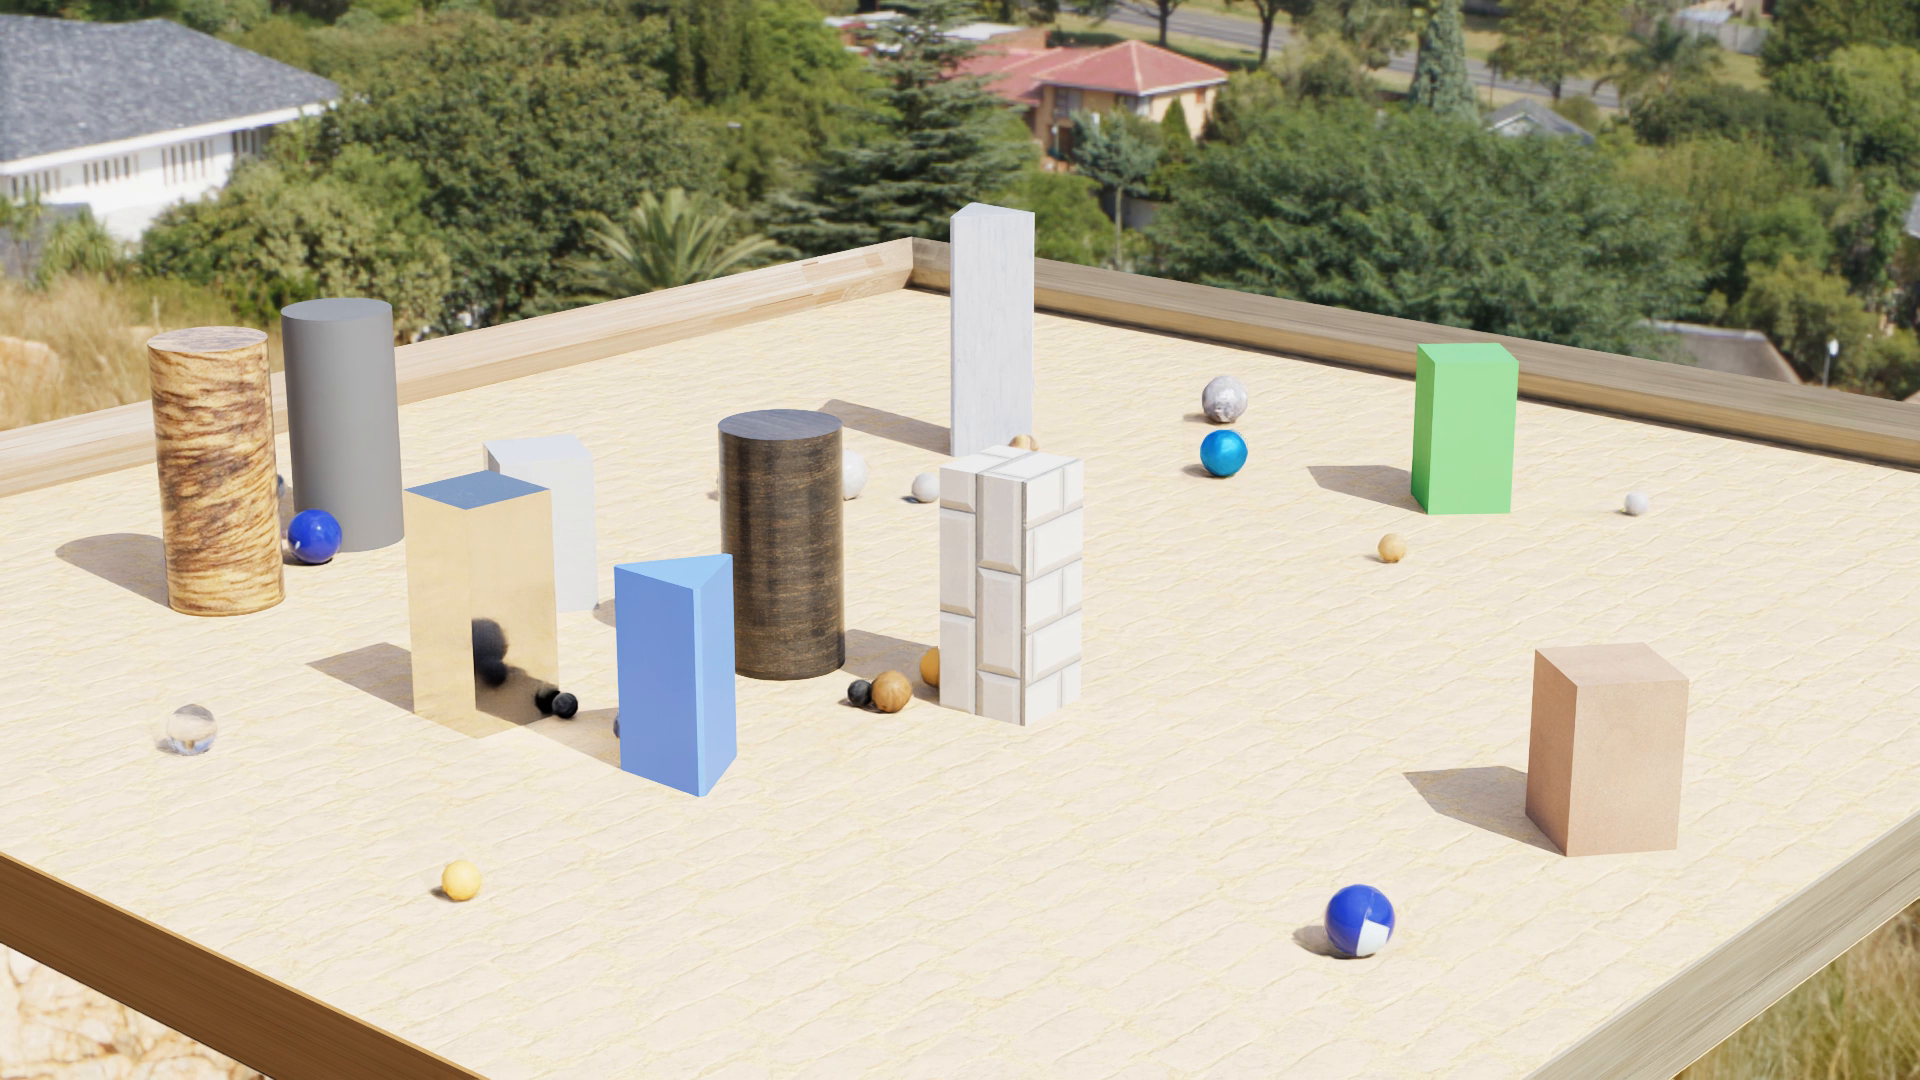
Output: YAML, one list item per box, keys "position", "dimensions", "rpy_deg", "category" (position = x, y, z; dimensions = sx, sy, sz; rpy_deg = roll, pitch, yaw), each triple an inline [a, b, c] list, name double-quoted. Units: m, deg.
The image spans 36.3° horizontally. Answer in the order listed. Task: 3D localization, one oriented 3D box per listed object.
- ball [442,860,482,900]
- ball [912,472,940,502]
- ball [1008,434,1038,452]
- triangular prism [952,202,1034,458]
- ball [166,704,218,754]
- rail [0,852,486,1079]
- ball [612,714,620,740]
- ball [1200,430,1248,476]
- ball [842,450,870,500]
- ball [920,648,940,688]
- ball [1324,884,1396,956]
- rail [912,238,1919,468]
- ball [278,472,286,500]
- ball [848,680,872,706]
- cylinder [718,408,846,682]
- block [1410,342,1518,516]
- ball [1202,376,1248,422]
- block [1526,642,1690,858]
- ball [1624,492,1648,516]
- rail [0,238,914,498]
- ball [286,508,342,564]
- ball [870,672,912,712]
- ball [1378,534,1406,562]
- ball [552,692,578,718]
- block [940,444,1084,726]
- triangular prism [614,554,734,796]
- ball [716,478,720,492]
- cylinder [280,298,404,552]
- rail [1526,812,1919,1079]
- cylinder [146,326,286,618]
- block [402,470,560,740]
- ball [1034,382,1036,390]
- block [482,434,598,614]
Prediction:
- position: [-0.659, 0.449, 3.873]
  dimensions: [0.053, 0.053, 0.053]
  rpy_deg: [0, 17, 0]
  category: "ball"
- position: [-0.064, -0.101, 5.691]
  dimensions: [0.059, 0.059, 0.059]
  rpy_deg: [0, 17, 0]
  category: "ball"
- position: [0.128, -0.185, 5.964]
  dimensions: [0.062, 0.062, 0.062]
  rpy_deg: [0, 17, 0]
  category: "ball"
- position: [0.046, -0.436, 6.041]
  dimensions: [0.173, 0.497, 0.150]
  rpy_deg: [-5, 17, -15]
  category: "triangular prism"
- position: [-1.150, 0.283, 4.388]
  dimensions: [0.074, 0.074, 0.074]
  rpy_deg: [0, 17, 0]
  category: "ball"
- position: [-1.232, 0.442, 3.761]
  dimensions: [3.638, 0.130, 0.045]
  rpy_deg: [14, 22, 39]
  category: "rail"
- position: [-0.501, 0.282, 4.436]
  dimensions: [0.048, 0.048, 0.048]
  rpy_deg: [0, 17, 0]
  category: "ball"
- position: [0.527, -0.174, 5.870]
  dimensions: [0.095, 0.095, 0.095]
  rpy_deg: [0, 17, 0]
  category: "ball"
- position: [-0.226, -0.128, 5.710]
  dimensions: [0.098, 0.098, 0.098]
  rpy_deg: [0, 17, 0]
  category: "ball"
- position: [-0.031, 0.204, 4.667]
  dimensions: [0.065, 0.065, 0.065]
  rpy_deg: [0, 17, 0]
  category: "ball"
- position: [0.505, 0.480, 3.706]
  dimensions: [0.090, 0.090, 0.090]
  rpy_deg: [0, 17, 0]
  category: "ball"
- position: [1.232, -0.377, 6.479]
  dimensions: [3.638, 0.130, 0.045]
  rpy_deg: [14, 22, 39]
  category: "rail"
- position: [-1.339, -0.102, 5.673]
  dimensions: [0.070, 0.070, 0.070]
  rpy_deg: [0, 17, 0]
  category: "ball"
- position: [-0.155, 0.240, 4.587]
  dimensions: [0.042, 0.042, 0.042]
  rpy_deg: [0, 17, 0]
  category: "ball"
- position: [-0.288, 0.006, 4.742]
  dimensions: [0.200, 0.400, 0.200]
  rpy_deg: [0, 17, 0]
  category: "cylinder"
- position: [0.971, -0.215, 5.652]
  dimensions: [0.160, 0.299, 0.160]
  rpy_deg: [-1, 17, -3]
  category: "block"
- position: [0.567, -0.301, 6.283]
  dimensions: [0.100, 0.100, 0.100]
  rpy_deg: [0, 17, 0]
  category: "ball"
- position: [0.895, 0.289, 4.066]
  dimensions: [0.160, 0.248, 0.160]
  rpy_deg: [-3, 17, -10]
  category: "block"
- position: [1.293, -0.070, 5.609]
  dimensions: [0.047, 0.047, 0.047]
  rpy_deg: [0, 17, 0]
  category: "ball"
- position: [-1.356, -0.307, 6.247]
  dimensions: [0.045, 0.130, 3.806]
  rpy_deg: [14, 22, 39]
  category: "rail"
- position: [-1.169, -0.007, 5.306]
  dimensions: [0.100, 0.100, 0.100]
  rpy_deg: [0, 17, 0]
  category: "ball"
- position: [-0.108, 0.236, 4.563]
  dimensions: [0.063, 0.063, 0.063]
  rpy_deg: [0, 17, 0]
  category: "ball"
- position: [0.784, 0.014, 5.320]
  dimensions: [0.052, 0.052, 0.052]
  rpy_deg: [0, 17, 0]
  category: "ball"
- position: [-0.611, 0.256, 4.536]
  dimensions: [0.040, 0.040, 0.040]
  rpy_deg: [0, 17, 0]
  category: "ball"
- position: [0.079, 0.069, 4.553]
  dimensions: [0.160, 0.389, 0.160]
  rpy_deg: [11, 20, 33]
  category: "block"
- position: [-0.386, 0.187, 4.288]
  dimensions: [0.173, 0.314, 0.150]
  rpy_deg: [14, 22, 39]
  category: "triangular prism"
- position: [-0.439, -0.113, 5.708]
  dimensions: [0.071, 0.071, 0.071]
  rpy_deg: [0, 17, 0]
  category: "ball"
- position: [-1.137, -0.213, 5.410]
  dimensions: [0.200, 0.435, 0.200]
  rpy_deg: [0, 17, 0]
  category: "cylinder"
- position: [1.356, 0.372, 3.993]
  dimensions: [0.045, 0.130, 3.806]
  rpy_deg: [14, 22, 39]
  category: "rail"
- position: [-1.277, -0.119, 5.045]
  dimensions: [0.200, 0.464, 0.200]
  rpy_deg: [0, 17, 0]
  category: "cylinder"
- position: [-0.734, 0.097, 4.506]
  dimensions: [0.160, 0.363, 0.160]
  rpy_deg: [16, 23, 42]
  category: "block"
- position: [0.130, -0.340, 6.457]
  dimensions: [0.074, 0.074, 0.074]
  rpy_deg: [0, 17, 0]
  category: "ball"
- position: [-0.725, -0.026, 5.068]
  dimensions: [0.160, 0.273, 0.160]
  rpy_deg: [-6, 18, -19]
  category: "block"
